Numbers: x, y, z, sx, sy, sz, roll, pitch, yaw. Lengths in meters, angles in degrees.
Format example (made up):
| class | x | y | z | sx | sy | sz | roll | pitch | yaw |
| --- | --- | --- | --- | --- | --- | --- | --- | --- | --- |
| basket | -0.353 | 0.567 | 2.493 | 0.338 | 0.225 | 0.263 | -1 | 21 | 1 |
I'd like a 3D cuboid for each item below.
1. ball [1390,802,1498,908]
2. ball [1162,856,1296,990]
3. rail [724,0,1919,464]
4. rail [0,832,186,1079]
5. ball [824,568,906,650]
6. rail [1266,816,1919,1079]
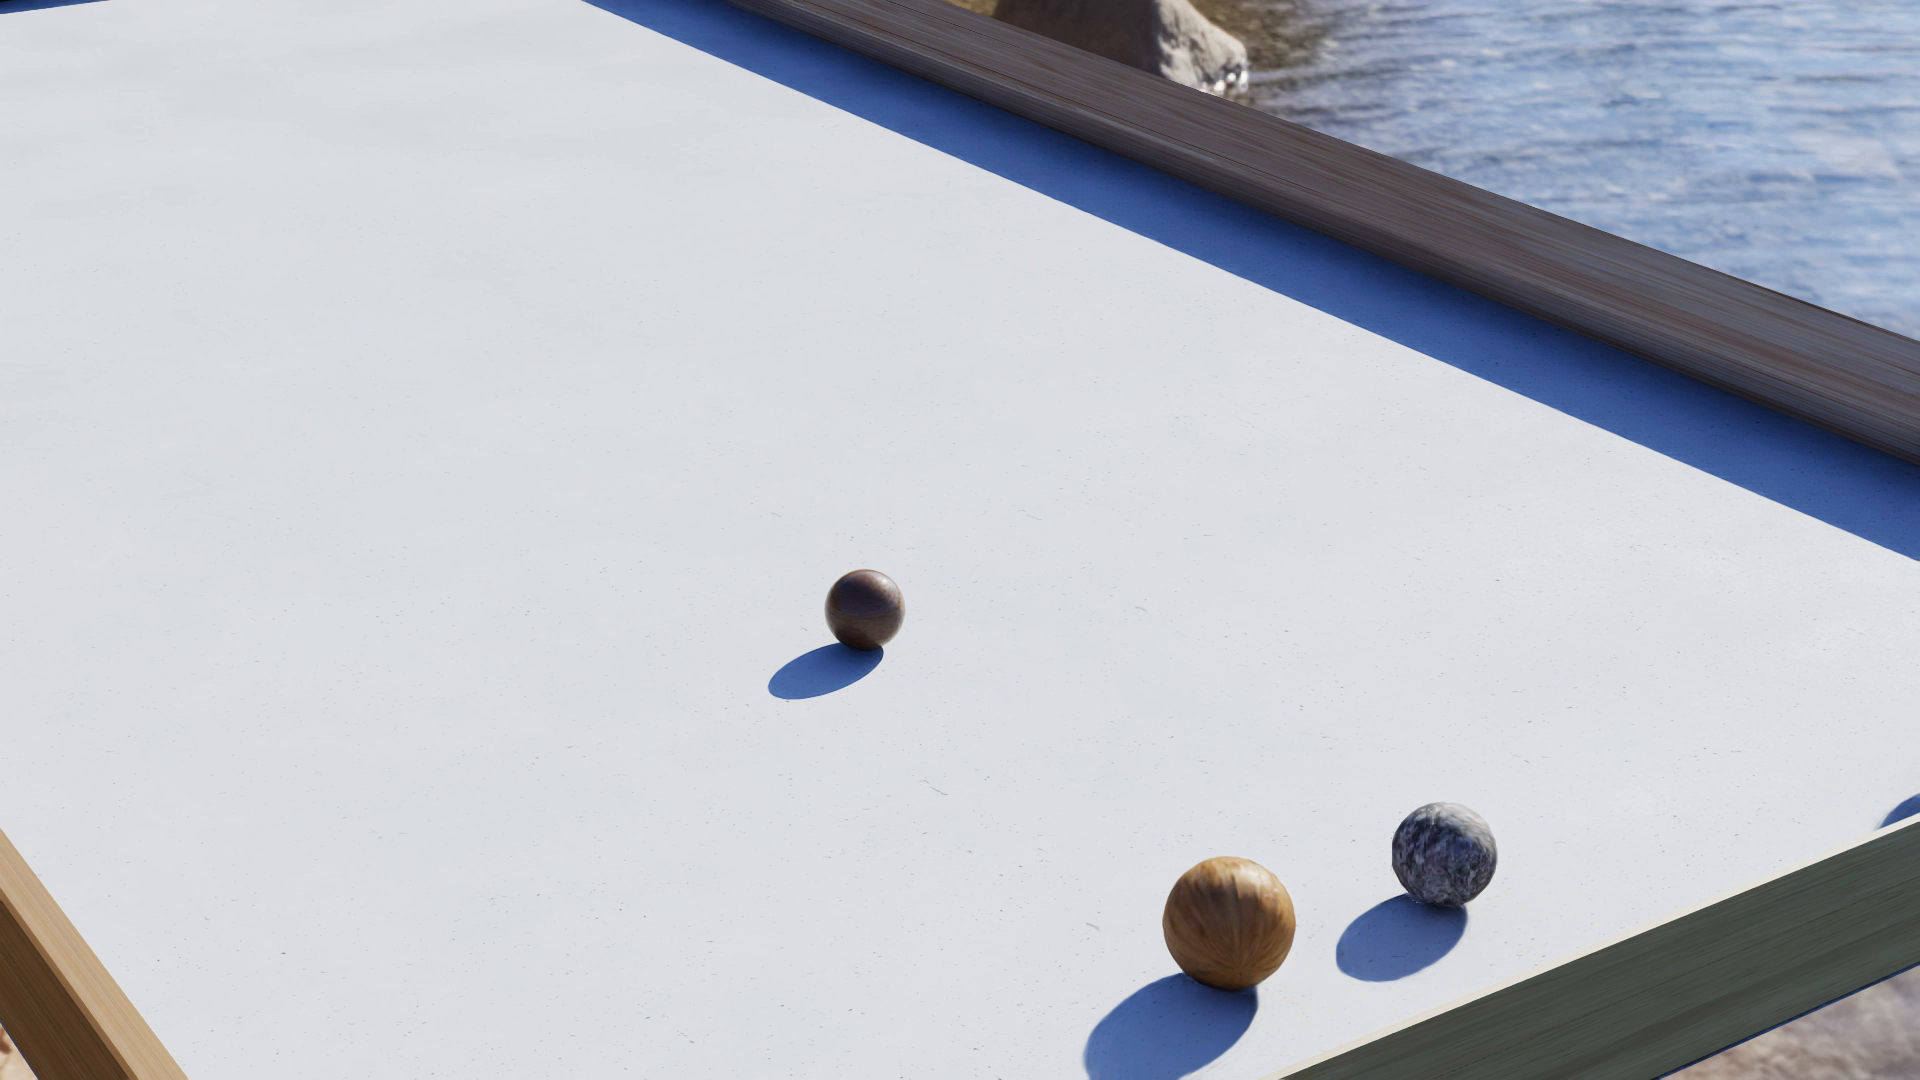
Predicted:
| class | x | y | z | sx | sy | sz | roll | pitch | yaw |
| --- | --- | --- | --- | --- | --- | --- | --- | --- | --- |
| ball | 0.302 | 0.196 | 1.837 | 0.066 | 0.066 | 0.066 | 0 | 23 | 0 |
| ball | 0.160 | 0.228 | 1.748 | 0.079 | 0.079 | 0.079 | 0 | 23 | 0 |
| rail | 0.221 | -0.456 | 3.288 | 0.045 | 0.107 | 3.177 | -15 | 28 | -31 |
| rail | -1.101 | -0.107 | 2.482 | 0.045 | 0.107 | 3.177 | -15 | 28 | -31 |
| ball | -0.070 | 0.052 | 2.177 | 0.061 | 0.061 | 0.061 | 0 | 23 | 0 |
| rail | 0.427 | 0.237 | 1.690 | 1.634 | 0.107 | 0.045 | -15 | 28 | -31 |
